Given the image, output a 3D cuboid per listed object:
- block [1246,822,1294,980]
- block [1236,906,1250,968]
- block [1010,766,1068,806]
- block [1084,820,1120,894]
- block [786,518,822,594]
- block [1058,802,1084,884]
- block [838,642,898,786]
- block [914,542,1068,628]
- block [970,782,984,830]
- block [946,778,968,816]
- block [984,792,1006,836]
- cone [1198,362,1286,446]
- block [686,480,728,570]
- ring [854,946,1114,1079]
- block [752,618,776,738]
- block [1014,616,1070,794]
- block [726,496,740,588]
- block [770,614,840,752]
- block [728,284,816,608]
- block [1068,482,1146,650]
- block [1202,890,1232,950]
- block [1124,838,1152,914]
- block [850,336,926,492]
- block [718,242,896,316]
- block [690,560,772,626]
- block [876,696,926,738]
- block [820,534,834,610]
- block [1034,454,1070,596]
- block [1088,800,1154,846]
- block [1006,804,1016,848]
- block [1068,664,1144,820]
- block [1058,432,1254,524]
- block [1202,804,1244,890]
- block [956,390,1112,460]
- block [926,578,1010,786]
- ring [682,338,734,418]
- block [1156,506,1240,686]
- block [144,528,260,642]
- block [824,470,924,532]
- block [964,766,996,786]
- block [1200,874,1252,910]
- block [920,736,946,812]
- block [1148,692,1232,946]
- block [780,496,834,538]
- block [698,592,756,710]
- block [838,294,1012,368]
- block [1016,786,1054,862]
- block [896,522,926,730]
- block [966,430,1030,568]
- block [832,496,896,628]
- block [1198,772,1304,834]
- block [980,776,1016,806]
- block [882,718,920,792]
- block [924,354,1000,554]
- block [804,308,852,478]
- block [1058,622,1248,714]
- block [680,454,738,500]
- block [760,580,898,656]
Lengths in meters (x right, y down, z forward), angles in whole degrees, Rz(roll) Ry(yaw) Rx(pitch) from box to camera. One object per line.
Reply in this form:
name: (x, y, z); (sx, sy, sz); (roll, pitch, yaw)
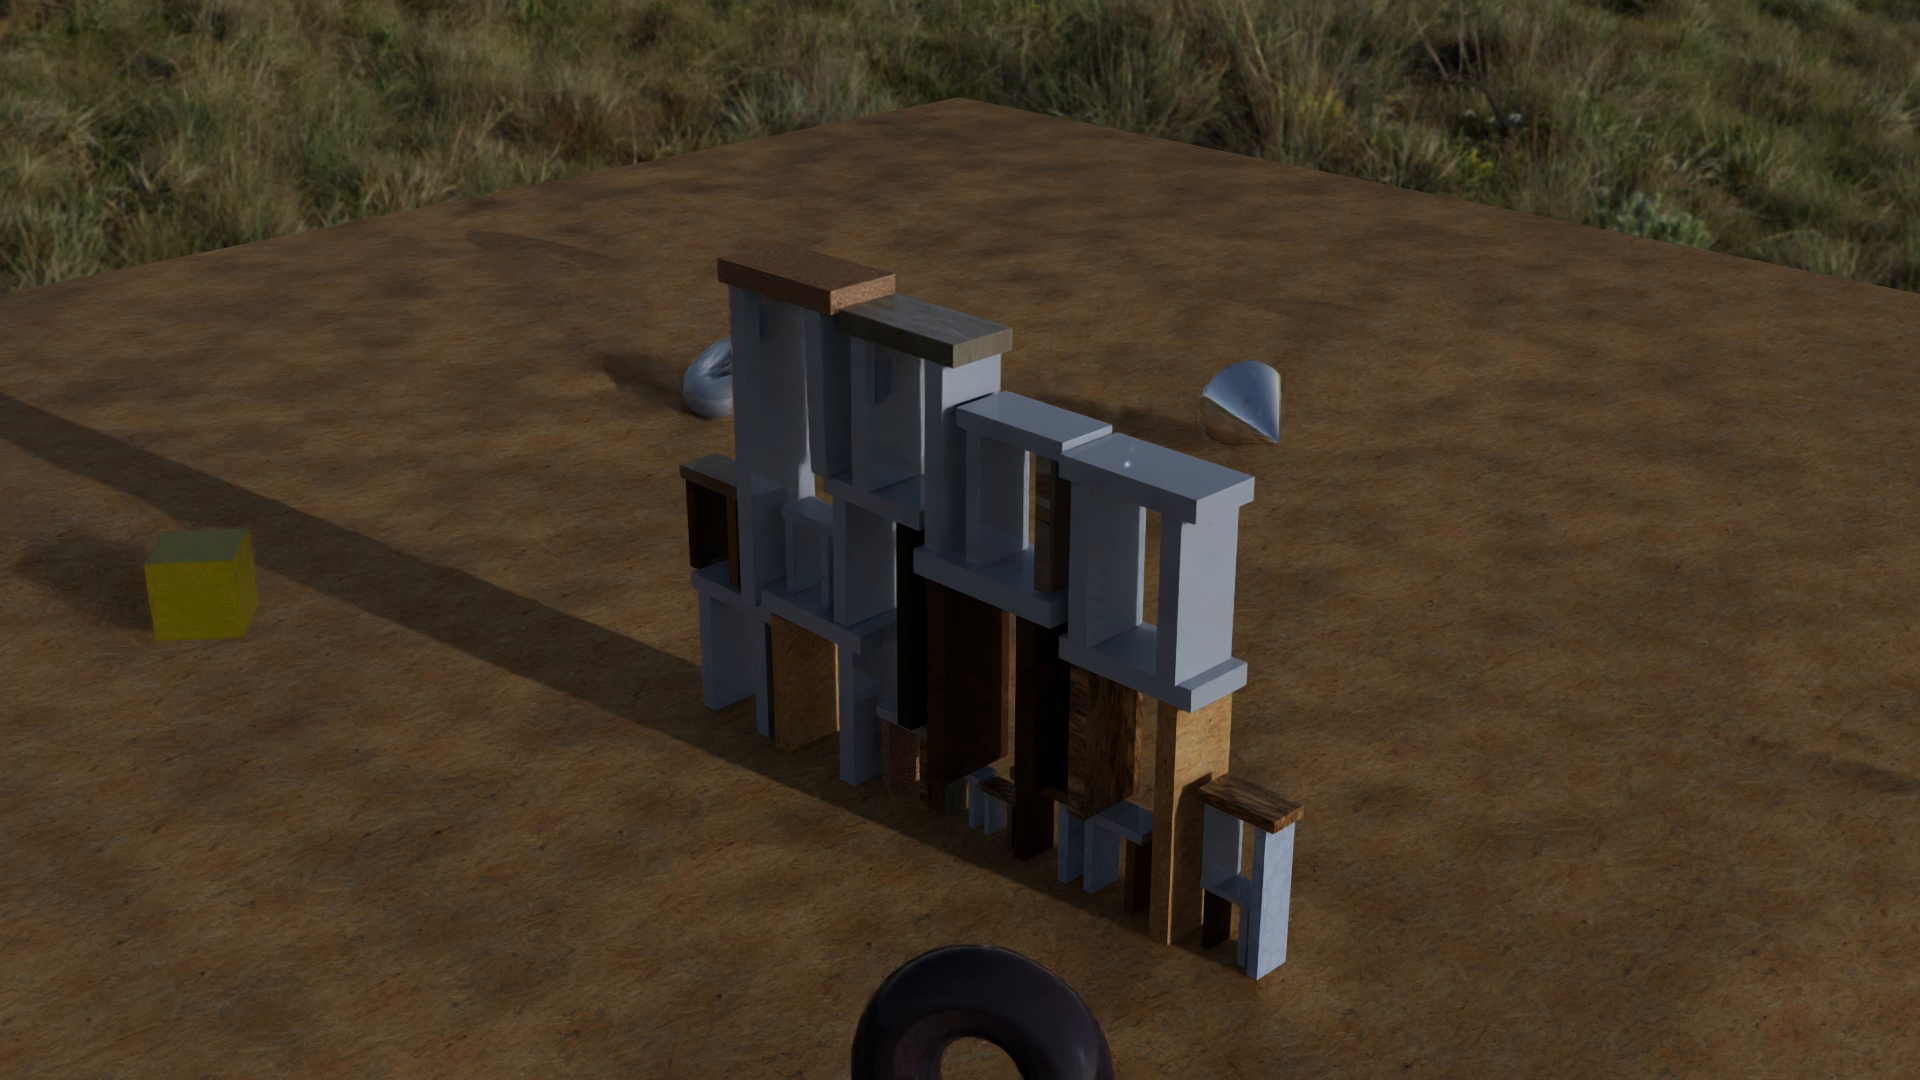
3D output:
block: (0.549, 0.628, 3.889); (0.024, 0.306, 0.084); (21, 31, 41)
block: (0.526, 0.702, 3.951); (0.017, 0.121, 0.061); (21, 31, 41)
block: (0.186, 0.461, 4.211); (0.169, 0.024, 0.085); (21, 31, 41)
block: (0.270, 0.587, 4.179); (0.022, 0.155, 0.077); (21, 31, 41)
block: (-0.323, 0.022, 4.581); (0.023, 0.163, 0.081); (22, 31, 40)
block: (0.226, 0.565, 4.212); (0.085, 0.169, 0.024); (-21, 31, -41)
block: (-0.178, 0.340, 4.562); (0.155, 0.311, 0.044); (-21, 31, -41)
block: (0.100, 0.064, 4.139); (0.356, 0.050, 0.178); (21, 31, 41)
block: (0.042, 0.522, 4.398); (0.052, 0.104, 0.015); (-21, 31, -41)
block: (-0.007, 0.503, 4.443); (0.015, 0.104, 0.052); (21, 31, 41)
block: (0.069, 0.536, 4.376); (0.013, 0.095, 0.047); (21, 31, 41)
cone: (0.848, -0.328, 6.202); (0.269, 0.269, 0.269); (-6, 30, -15)
block: (-0.545, -0.047, 4.804); (0.029, 0.203, 0.102); (21, 31, 41)
ring: (0.018, 0.442, 1.807); (0.226, 0.226, 0.075); (8, 12, 18)
block: (-0.377, 0.277, 4.754); (0.138, 0.276, 0.039); (-21, 31, -40)
block: (0.184, 0.284, 4.141); (0.050, 0.356, 0.178); (21, 31, 41)
block: (-0.449, -0.010, 4.715); (0.029, 0.203, 0.102); (21, 31, 41)
block: (-0.326, 0.283, 4.697); (0.044, 0.310, 0.155); (21, 31, 41)
block: (-0.384, -0.207, 4.552); (0.169, 0.693, 0.048); (-20, 31, -39)
block: (0.265, 0.025, 3.944); (0.155, 0.310, 0.044); (-21, 31, -41)
block: (0.469, 0.680, 4.003); (0.017, 0.121, 0.061); (21, 31, 41)
block: (0.343, 0.616, 4.112); (0.022, 0.155, 0.077); (21, 31, 41)
block: (-0.139, -0.260, 4.262); (0.154, 0.309, 0.044); (-21, 31, -40)
block: (-0.305, -0.517, 4.332); (0.169, 0.048, 0.338); (-21, 30, -40)
block: (-0.441, 0.106, 4.753); (0.138, 0.039, 0.276); (-21, 31, -40)
block: (-0.083, 0.359, 4.461); (0.166, 0.023, 0.083); (21, 31, 41)
block: (-0.247, 0.054, 4.510); (0.023, 0.163, 0.081); (23, 32, 40)
block: (0.195, -0.045, 3.993); (0.037, 0.264, 0.132); (21, 31, 41)
block: (0.306, 0.520, 4.111); (0.155, 0.022, 0.077); (21, 31, 40)
block: (0.114, 0.554, 4.334); (0.013, 0.095, 0.047); (21, 31, 41)
block: (0.271, 0.350, 4.085); (0.155, 0.310, 0.044); (-21, 31, -41)
block: (0.338, -0.109, 3.807); (0.155, 0.044, 0.310); (-21, 31, -41)
block: (0.470, 0.533, 3.934); (0.084, 0.167, 0.024); (-21, 31, -41)
block: (0.133, -0.208, 3.991); (0.264, 0.037, 0.132); (21, 31, 41)
block: (0.016, 0.253, 4.310); (0.050, 0.431, 0.178); (21, 31, 41)
ring: (-0.676, -0.507, 6.692); (0.370, 0.123, 0.370); (-18, 33, 12)
block: (0.411, 0.083, 3.809); (0.155, 0.310, 0.044); (-21, 31, -41)
block: (-1.809, 0.106, 5.255); (0.201, 0.201, 0.201); (-2, 23, -5)
block: (-0.124, -0.092, 4.311); (0.138, 0.039, 0.276); (-21, 31, -40)
block: (0.018, 0.458, 4.398); (0.052, 0.015, 0.103); (-21, 31, -41)
block: (0.497, 0.627, 3.950); (0.121, 0.017, 0.061); (21, 31, 41)
block: (-0.044, 0.461, 4.462); (0.023, 0.166, 0.083); (21, 31, 41)
block: (0.417, 0.489, 3.985); (0.044, 0.487, 0.155); (21, 31, 41)
block: (-0.283, -0.047, 4.509); (0.163, 0.023, 0.081); (22, 31, 40)
block: (-0.507, 0.227, 4.873); (0.039, 0.276, 0.138); (21, 31, 41)
block: (-0.066, -0.395, 4.129); (0.154, 0.044, 0.309); (-21, 31, -40)
block: (0.146, 0.534, 4.286); (0.024, 0.169, 0.085); (21, 31, 41)
block: (-0.061, 0.152, 4.352); (0.039, 0.442, 0.138); (22, 31, 40)
block: (0.070, -0.093, 4.107); (0.037, 0.264, 0.132); (21, 31, 41)
block: (-0.191, 0.025, 4.438); (0.138, 0.276, 0.039); (-21, 32, -40)
block: (0.510, 0.461, 3.861); (0.167, 0.024, 0.084); (21, 31, 41)
block: (0.091, 0.495, 4.334); (0.094, 0.013, 0.047); (21, 31, 41)
block: (-0.122, 0.431, 4.533); (0.023, 0.166, 0.083); (21, 31, 41)
block: (0.004, -0.174, 4.149); (0.044, 0.379, 0.154); (22, 32, 40)
block: (-0.221, -0.308, 4.333); (0.169, 0.338, 0.048); (-21, 29, -40)
block: (0.344, 0.216, 3.949); (0.155, 0.044, 0.310); (-21, 31, -41)
block: (-0.497, -0.136, 4.715); (0.203, 0.029, 0.102); (21, 31, 40)
block: (-0.253, 0.146, 4.559); (0.155, 0.044, 0.310); (-21, 32, -40)
